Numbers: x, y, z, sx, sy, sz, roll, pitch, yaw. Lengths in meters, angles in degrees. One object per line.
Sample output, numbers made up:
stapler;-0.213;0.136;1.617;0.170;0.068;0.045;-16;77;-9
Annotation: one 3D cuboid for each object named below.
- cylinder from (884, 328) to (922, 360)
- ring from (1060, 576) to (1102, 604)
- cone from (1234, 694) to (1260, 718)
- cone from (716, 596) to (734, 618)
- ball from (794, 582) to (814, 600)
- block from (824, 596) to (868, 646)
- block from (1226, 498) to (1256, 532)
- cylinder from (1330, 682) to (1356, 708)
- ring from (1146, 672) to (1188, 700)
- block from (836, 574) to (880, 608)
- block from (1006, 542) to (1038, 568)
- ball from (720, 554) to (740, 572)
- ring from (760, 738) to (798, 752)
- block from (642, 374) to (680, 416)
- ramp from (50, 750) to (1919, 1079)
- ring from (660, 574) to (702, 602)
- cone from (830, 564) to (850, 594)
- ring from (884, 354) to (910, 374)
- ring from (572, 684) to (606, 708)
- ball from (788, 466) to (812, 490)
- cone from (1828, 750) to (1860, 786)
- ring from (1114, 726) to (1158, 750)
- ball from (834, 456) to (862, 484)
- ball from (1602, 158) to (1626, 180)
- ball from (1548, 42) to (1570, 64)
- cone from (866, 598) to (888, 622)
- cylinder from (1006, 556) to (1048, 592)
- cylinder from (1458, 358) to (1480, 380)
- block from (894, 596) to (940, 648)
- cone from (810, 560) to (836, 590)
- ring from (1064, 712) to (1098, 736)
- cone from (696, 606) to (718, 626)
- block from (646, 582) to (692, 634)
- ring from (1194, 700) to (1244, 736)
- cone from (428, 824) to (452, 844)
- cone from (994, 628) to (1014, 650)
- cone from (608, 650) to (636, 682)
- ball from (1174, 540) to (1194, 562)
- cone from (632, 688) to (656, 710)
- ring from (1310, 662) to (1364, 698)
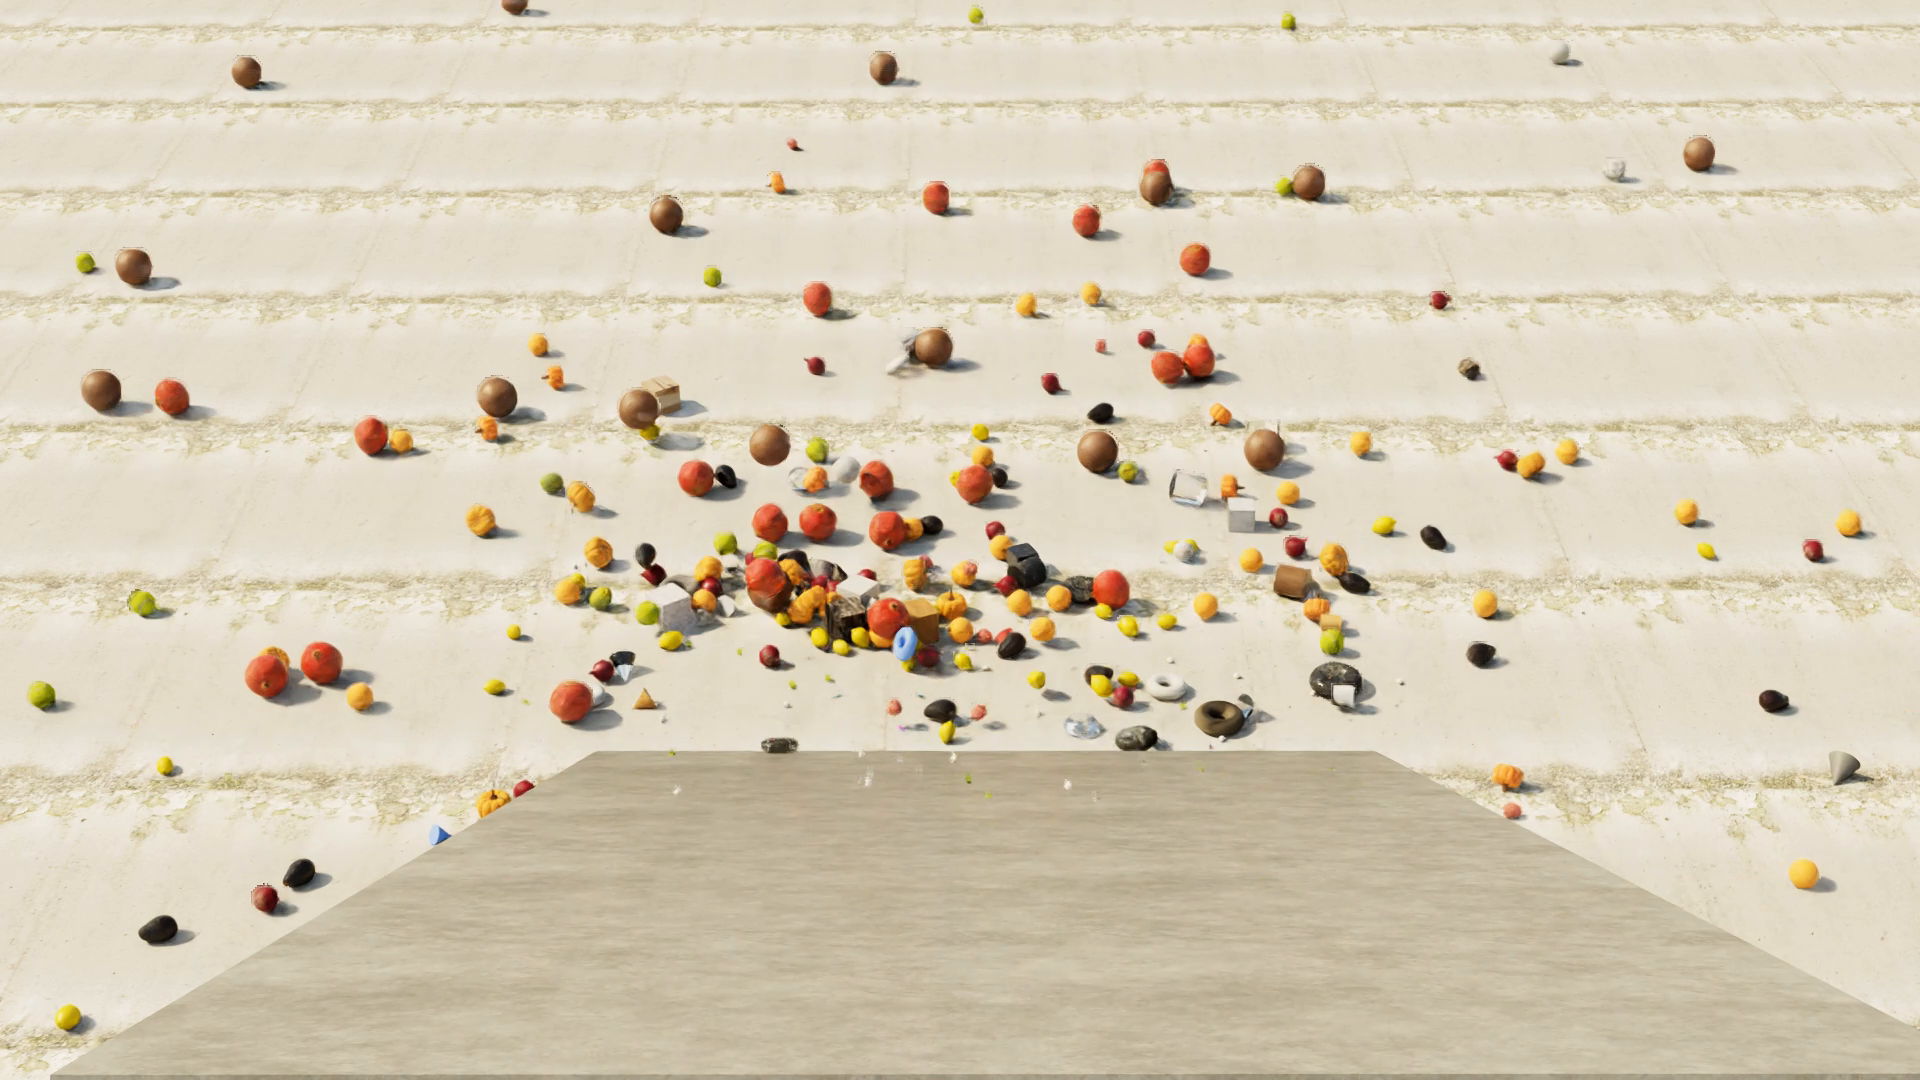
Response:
cylinder;-0.193;-0.665;8.845;0.090;0.090;0.090;20;35;31
ring;0.348;0.145;7.478;0.123;0.041;0.123;-1;30;1
cone;0.786;0.451;6.951;0.068;0.068;0.068;11;17;-40
cone;-0.659;0.189;7.413;0.062;0.062;0.062;13;6;22
ball;-0.447;0.145;7.421;0.052;0.052;0.052;0;30;0
block;-0.319;0.229;7.279;0.092;0.092;0.092;-12;32;-21
block;0.850;-0.074;7.825;0.077;0.077;0.077;0;30;1
cylinder;1.031;0.418;6.957;0.055;0.055;0.055;18;32;6
ring;0.562;0.399;7.037;0.111;0.037;0.111;1;29;0
block;-0.292;0.164;7.398;0.086;0.086;0.086;19;35;30
block;0.184;0.060;7.598;0.069;0.069;0.069;-13;32;-22
ball;-0.675;0.068;7.596;0.056;0.056;0.056;0;30;0
ring;-0.461;0.525;6.623;0.098;0.033;0.098;0;1;0
block;-0.983;-0.475;8.512;0.091;0.091;0.091;-19;35;-30
ramp;0.067;0.594;4.649;2.000;0.100;4.000;0;0;0
ring;-0.810;0.143;7.480;0.126;0.042;0.126;1;31;0
cone;-0.350;0.100;7.498;0.083;0.083;0.083;-11;27;6
ring;-0.212;-0.594;8.745;0.098;0.033;0.098;-32;12;8
ring;-1.006;0.421;7.004;0.094;0.031;0.094;-1;28;0
ball;-0.496;-0.192;8.033;0.075;0.075;0.075;0;30;0
cone;2.270;0.603;6.679;0.083;0.083;0.083;18;61;28
ring;0.464;0.523;6.801;0.116;0.039;0.116;-6;20;2
ball;-0.345;-0.216;7.905;0.085;0.085;0.085;0;30;0
ball;2.594;-1.469;10.258;0.088;0.088;0.088;0;30;0
ball;2.652;-2.161;11.460;0.096;0.096;0.096;0;30;0
cone;-0.261;0.216;7.358;0.078;0.078;0.078;-35;37;-6
cylinder;0.194;0.100;7.513;0.083;0.083;0.083;-24;37;-35
cylinder;1.717;-0.577;8.729;0.054;0.054;0.054;-13;32;-22
block;-0.123;0.234;7.266;0.096;0.096;0.096;-15;33;-24
cone;-0.405;0.114;7.534;0.083;0.083;0.083;5;57;8
ring;0.323;0.491;6.881;0.093;0.031;0.093;1;29;-1
cone;-0.713;0.224;7.354;0.057;0.057;0.057;16;21;-28
block;-0.827;0.193;7.341;0.093;0.093;0.093;-21;36;-32
ring;0.691;0.475;6.896;0.135;0.045;0.135;1;31;0
cone;-1.288;0.737;6.456;0.054;0.054;0.054;13;17;-38
cone;0.137;0.287;7.244;0.058;0.058;0.058;-19;61;-29
cone;-0.924;0.357;7.112;0.076;0.076;0.076;-6;57;-11
ball;0.661;0.032;7.656;0.059;0.059;0.059;0;30;0
cone;-0.860;0.440;6.975;0.059;0.059;0.059;-33;35;-3
ring;1.025;0.384;7.052;0.147;0.049;0.147;-1;30;1
